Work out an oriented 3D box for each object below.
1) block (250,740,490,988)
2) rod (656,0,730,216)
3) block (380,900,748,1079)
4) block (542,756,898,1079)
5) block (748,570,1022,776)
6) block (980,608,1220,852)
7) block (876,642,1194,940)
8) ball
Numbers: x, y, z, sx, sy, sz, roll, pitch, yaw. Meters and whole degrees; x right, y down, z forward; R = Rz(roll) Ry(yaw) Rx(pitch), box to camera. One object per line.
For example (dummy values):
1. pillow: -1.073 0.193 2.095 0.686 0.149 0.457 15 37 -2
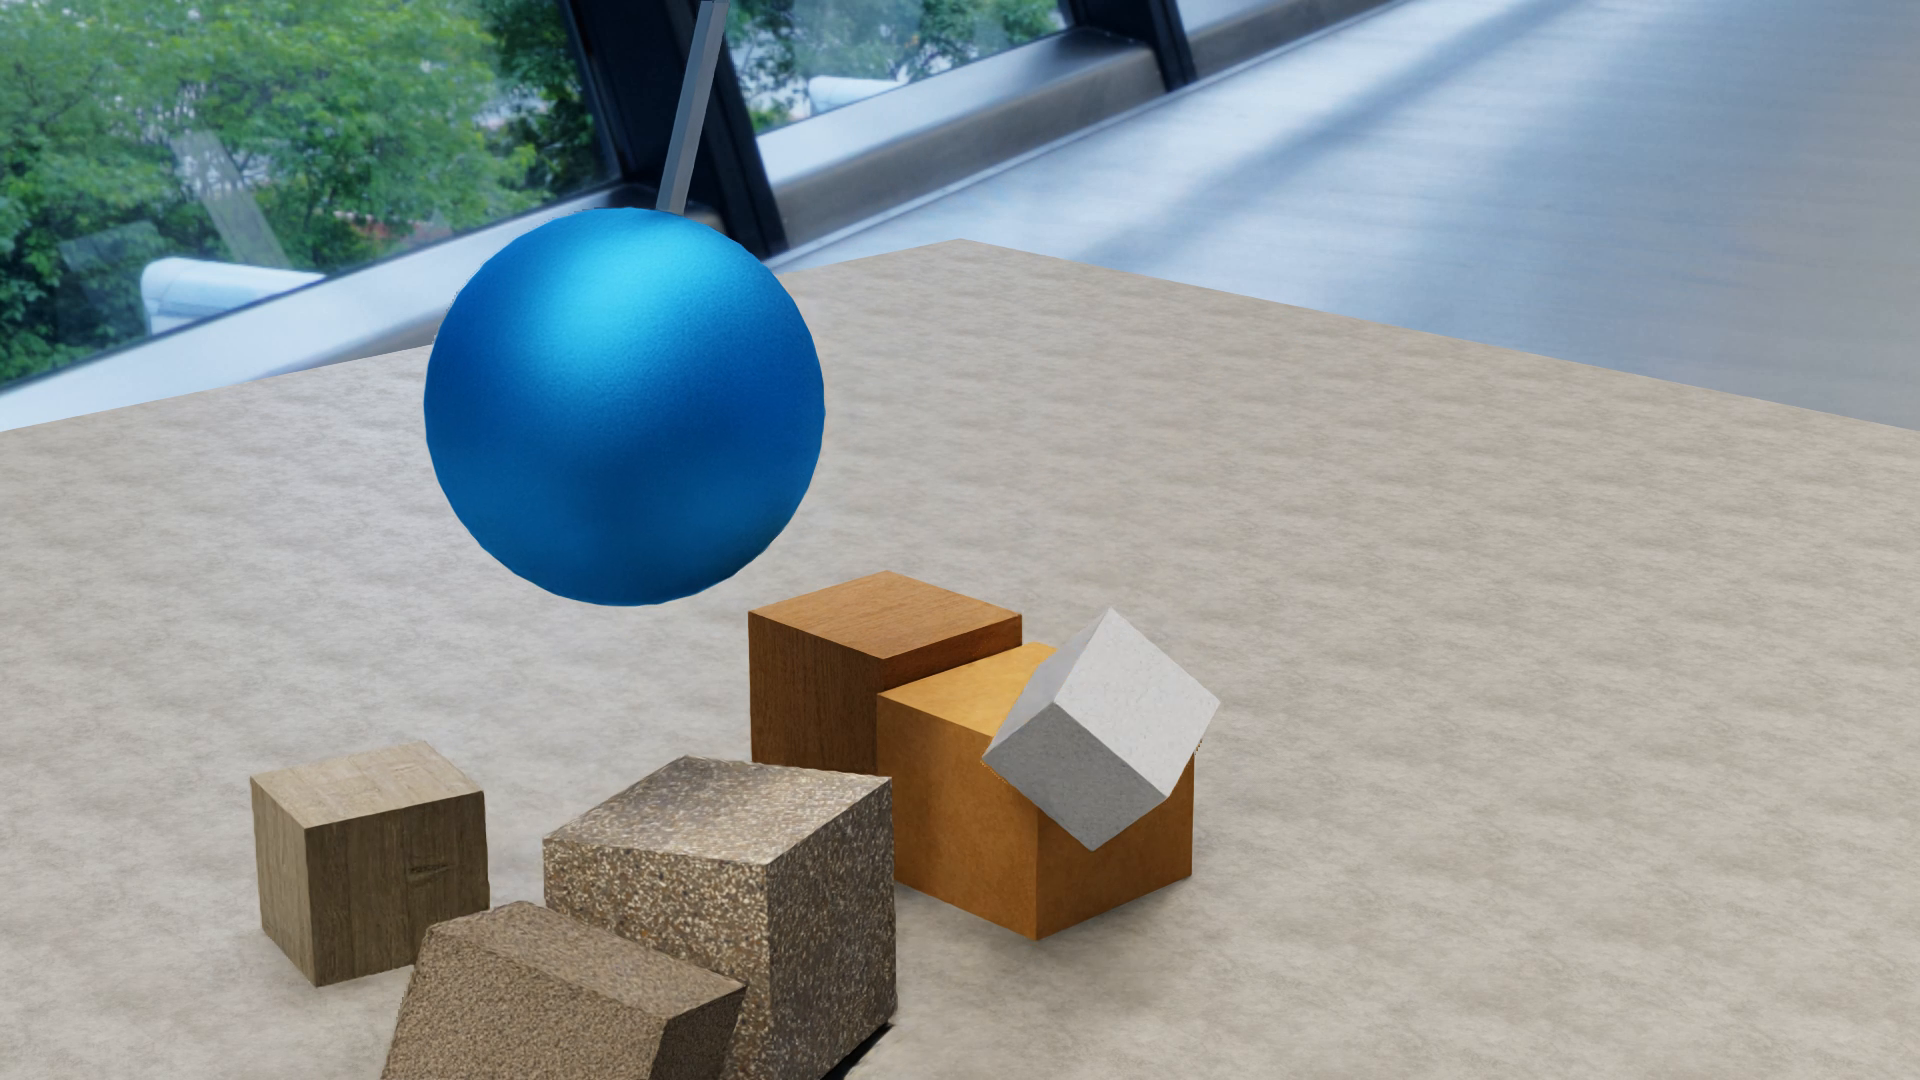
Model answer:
1. block: -2.552 1.390 12.713 0.797 0.725 0.688 -10 20 -30
2. rod: -0.581 -3.836 11.527 0.080 5.200 0.080 17 6 42
3. block: -1.411 1.869 10.208 0.906 0.888 0.820 18 4 14
4. block: -0.924 1.533 11.588 0.948 1.001 1.148 4 14 22
5. block: -0.353 0.832 13.986 0.896 1.026 0.938 -16 24 -42
6. block: 0.595 0.802 12.372 0.623 0.577 0.610 40 47 -7
7. block: 0.343 1.115 13.334 1.019 0.877 1.017 -16 24 -42
8. ball: -1.341 -0.531 11.769 1.600 1.600 1.600 0 17 0
